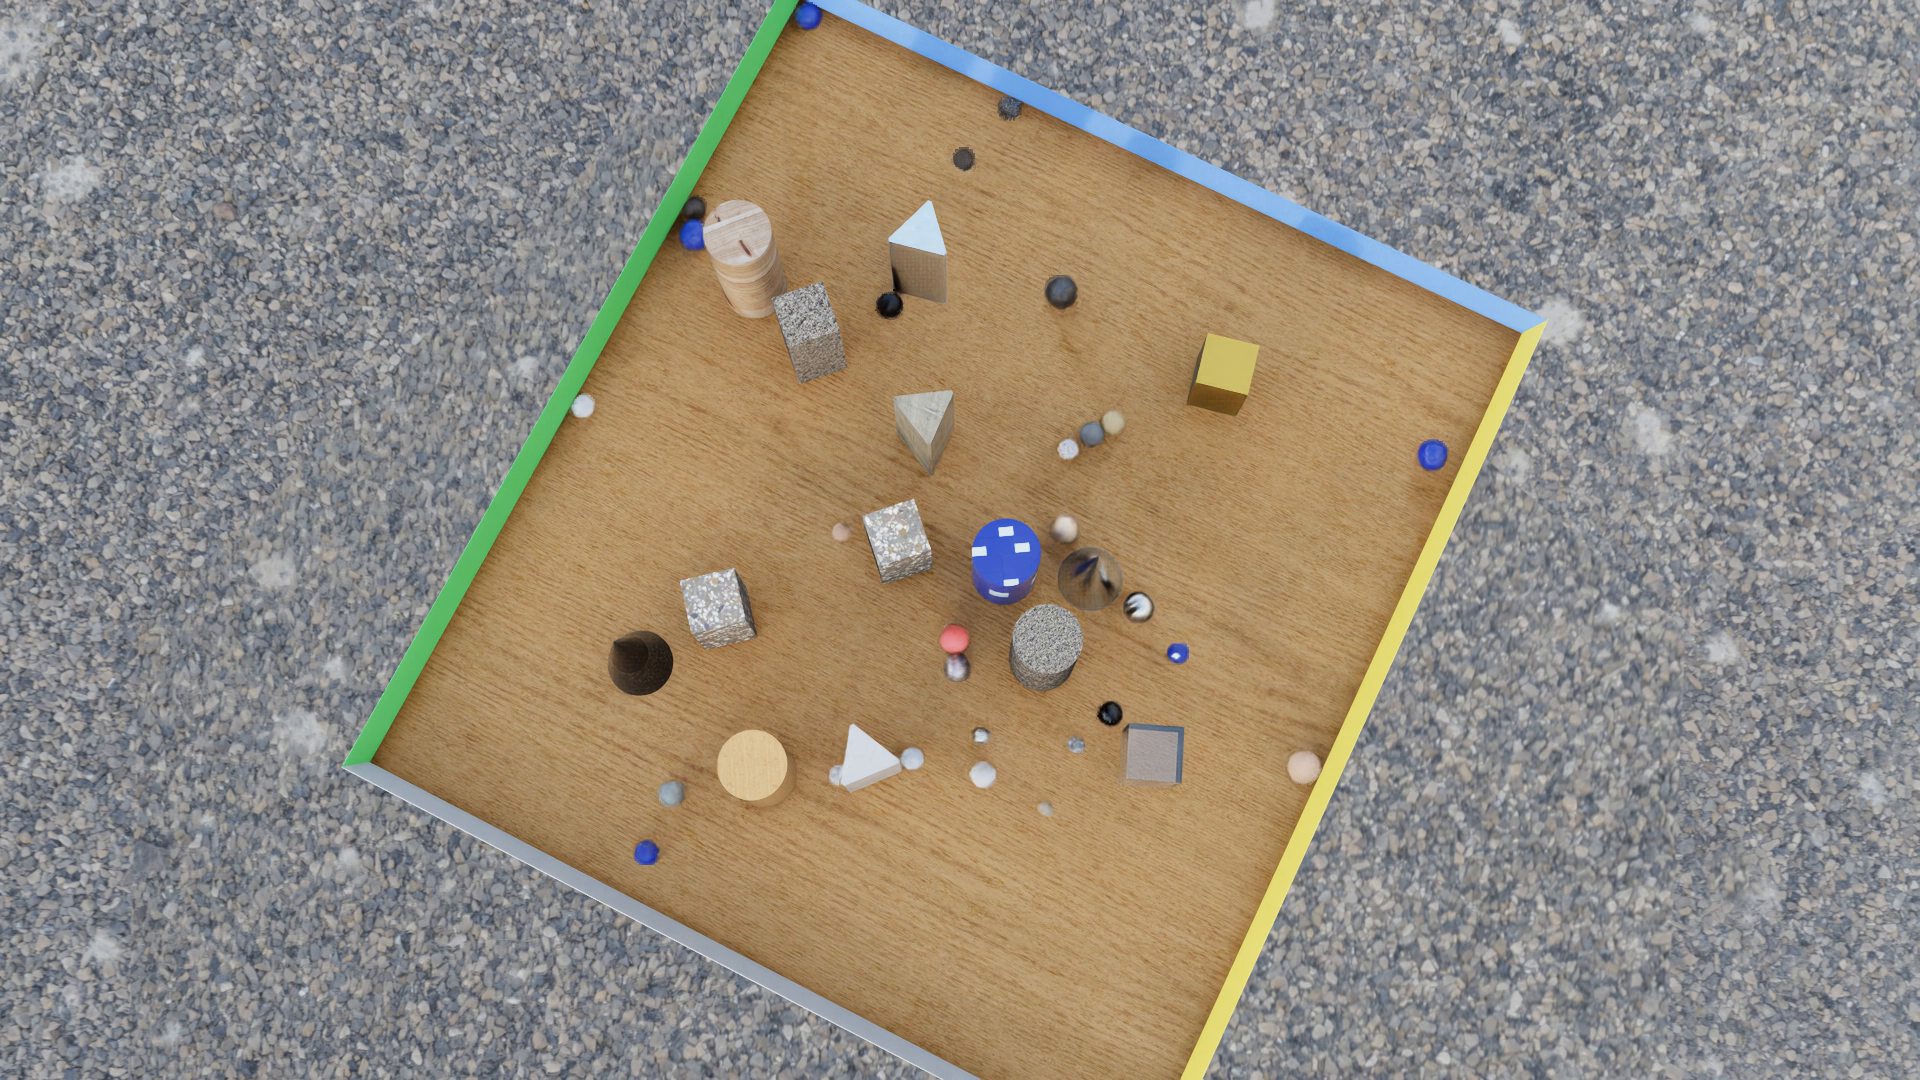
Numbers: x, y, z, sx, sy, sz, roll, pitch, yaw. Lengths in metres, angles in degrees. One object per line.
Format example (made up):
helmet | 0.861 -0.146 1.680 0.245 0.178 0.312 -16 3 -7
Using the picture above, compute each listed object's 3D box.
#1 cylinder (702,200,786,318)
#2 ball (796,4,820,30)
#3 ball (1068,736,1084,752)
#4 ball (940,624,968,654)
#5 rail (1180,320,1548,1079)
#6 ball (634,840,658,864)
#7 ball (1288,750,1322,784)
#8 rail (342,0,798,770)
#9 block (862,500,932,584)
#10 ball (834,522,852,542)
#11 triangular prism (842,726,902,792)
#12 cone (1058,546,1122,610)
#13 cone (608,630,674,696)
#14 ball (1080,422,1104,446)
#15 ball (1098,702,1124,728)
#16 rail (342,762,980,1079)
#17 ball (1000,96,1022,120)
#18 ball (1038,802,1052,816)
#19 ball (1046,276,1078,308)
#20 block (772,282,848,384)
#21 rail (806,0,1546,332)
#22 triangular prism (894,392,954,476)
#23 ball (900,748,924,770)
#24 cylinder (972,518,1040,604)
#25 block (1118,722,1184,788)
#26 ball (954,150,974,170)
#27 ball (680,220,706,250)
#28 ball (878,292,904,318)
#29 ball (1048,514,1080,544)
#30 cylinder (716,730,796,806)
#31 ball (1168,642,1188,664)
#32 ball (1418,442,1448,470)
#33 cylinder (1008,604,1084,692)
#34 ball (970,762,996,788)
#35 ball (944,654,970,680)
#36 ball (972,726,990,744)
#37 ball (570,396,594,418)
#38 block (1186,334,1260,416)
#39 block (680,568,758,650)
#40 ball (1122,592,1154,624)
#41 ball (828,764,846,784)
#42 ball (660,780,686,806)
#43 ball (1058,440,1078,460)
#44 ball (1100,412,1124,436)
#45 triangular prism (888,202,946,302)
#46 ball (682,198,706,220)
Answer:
cylinder | -0.645 -0.842 5.543 0.199 0.485 0.199 0 78 0
ball | -0.492 -1.693 5.925 0.082 0.082 0.082 0 78 0
ball | 0.344 0.609 5.466 0.048 0.048 0.048 0 78 0
ball | -0.018 0.298 5.511 0.087 0.087 0.087 0 78 0
rail | 1.150 0.570 5.432 0.045 0.129 2.838 26 80 5
ball | -0.921 0.918 5.391 0.070 0.070 0.070 0 78 0
ball | 1.021 0.673 5.427 0.099 0.099 0.099 0 78 0
rail | -1.150 -0.556 5.665 0.045 0.129 2.838 26 80 5
block | -0.185 0.008 5.467 0.159 0.290 0.159 -18 79 -4
ball | -0.357 -0.025 5.592 0.059 0.059 0.059 0 78 0
triangular prism | -0.280 0.621 5.336 0.172 0.298 0.149 -22 79 -4
cone | 0.398 0.082 5.417 0.199 0.357 0.199 0 78 0
cone | -0.966 0.327 5.323 0.199 0.442 0.199 0 78 0
ball | 0.405 -0.324 5.646 0.075 0.075 0.075 0 78 0
ball | 0.449 0.521 5.471 0.075 0.075 0.075 0 78 0
rail | -0.624 1.229 5.295 2.619 0.129 0.045 26 80 5
ball | 0.163 -1.382 5.867 0.071 0.071 0.071 0 78 0
ball | 0.251 0.796 5.431 0.042 0.042 0.042 0 78 0
ball | 0.318 -0.773 5.726 0.099 0.099 0.099 0 78 0
block | -0.453 -0.623 5.552 0.159 0.379 0.159 -19 79 -4
rail | 0.624 -1.215 5.801 2.619 0.129 0.045 26 80 5
triangular prism | -0.081 -0.349 5.492 0.149 0.386 0.172 -36 81 -7
ball | -0.143 0.649 5.448 0.067 0.067 0.067 0 78 0
cylinder | 0.134 0.068 5.438 0.199 0.322 0.199 0 78 0
block | 0.558 0.633 5.356 0.159 0.255 0.159 4 78 1
ball | 0.012 -1.209 5.833 0.066 0.066 0.066 0 78 0
ball | -0.835 -0.959 5.766 0.096 0.096 0.096 0 78 0
ball | -0.218 -0.734 5.727 0.081 0.081 0.081 0 78 0
ball | 0.317 -0.031 5.576 0.092 0.092 0.092 0 78 0
cylinder | -0.587 0.666 5.322 0.199 0.307 0.199 0 78 0
ball | 0.654 0.340 5.515 0.061 0.061 0.061 0 78 0
ball | 1.451 -0.257 5.624 0.090 0.090 0.090 0 78 0
cylinder | 0.247 0.318 5.349 0.199 0.396 0.199 0 78 0
ball | 0.067 0.695 5.434 0.076 0.076 0.076 0 78 0
ball | -0.008 0.380 5.496 0.083 0.083 0.083 0 78 0
ball | 0.060 0.583 5.469 0.053 0.053 0.053 0 78 0
ball | -1.167 -0.412 5.666 0.071 0.071 0.071 0 78 0
block | 0.801 -0.502 5.598 0.159 0.240 0.159 14 79 3
block | -0.709 0.206 5.413 0.159 0.315 0.159 -14 79 -3
ball | 0.539 0.205 5.525 0.097 0.097 0.097 0 78 0
ball | -0.359 0.697 5.442 0.060 0.060 0.060 0 78 0
ball | -0.849 0.749 5.423 0.076 0.076 0.076 0 78 0
ball | 0.333 -0.277 5.642 0.062 0.062 0.062 0 78 0
ball | 0.471 -0.358 5.653 0.075 0.075 0.075 0 78 0
triangular prism | -0.107 -0.882 5.578 0.172 0.433 0.149 14 79 3
ball | -0.841 -1.047 5.796 0.073 0.073 0.073 0 78 0
